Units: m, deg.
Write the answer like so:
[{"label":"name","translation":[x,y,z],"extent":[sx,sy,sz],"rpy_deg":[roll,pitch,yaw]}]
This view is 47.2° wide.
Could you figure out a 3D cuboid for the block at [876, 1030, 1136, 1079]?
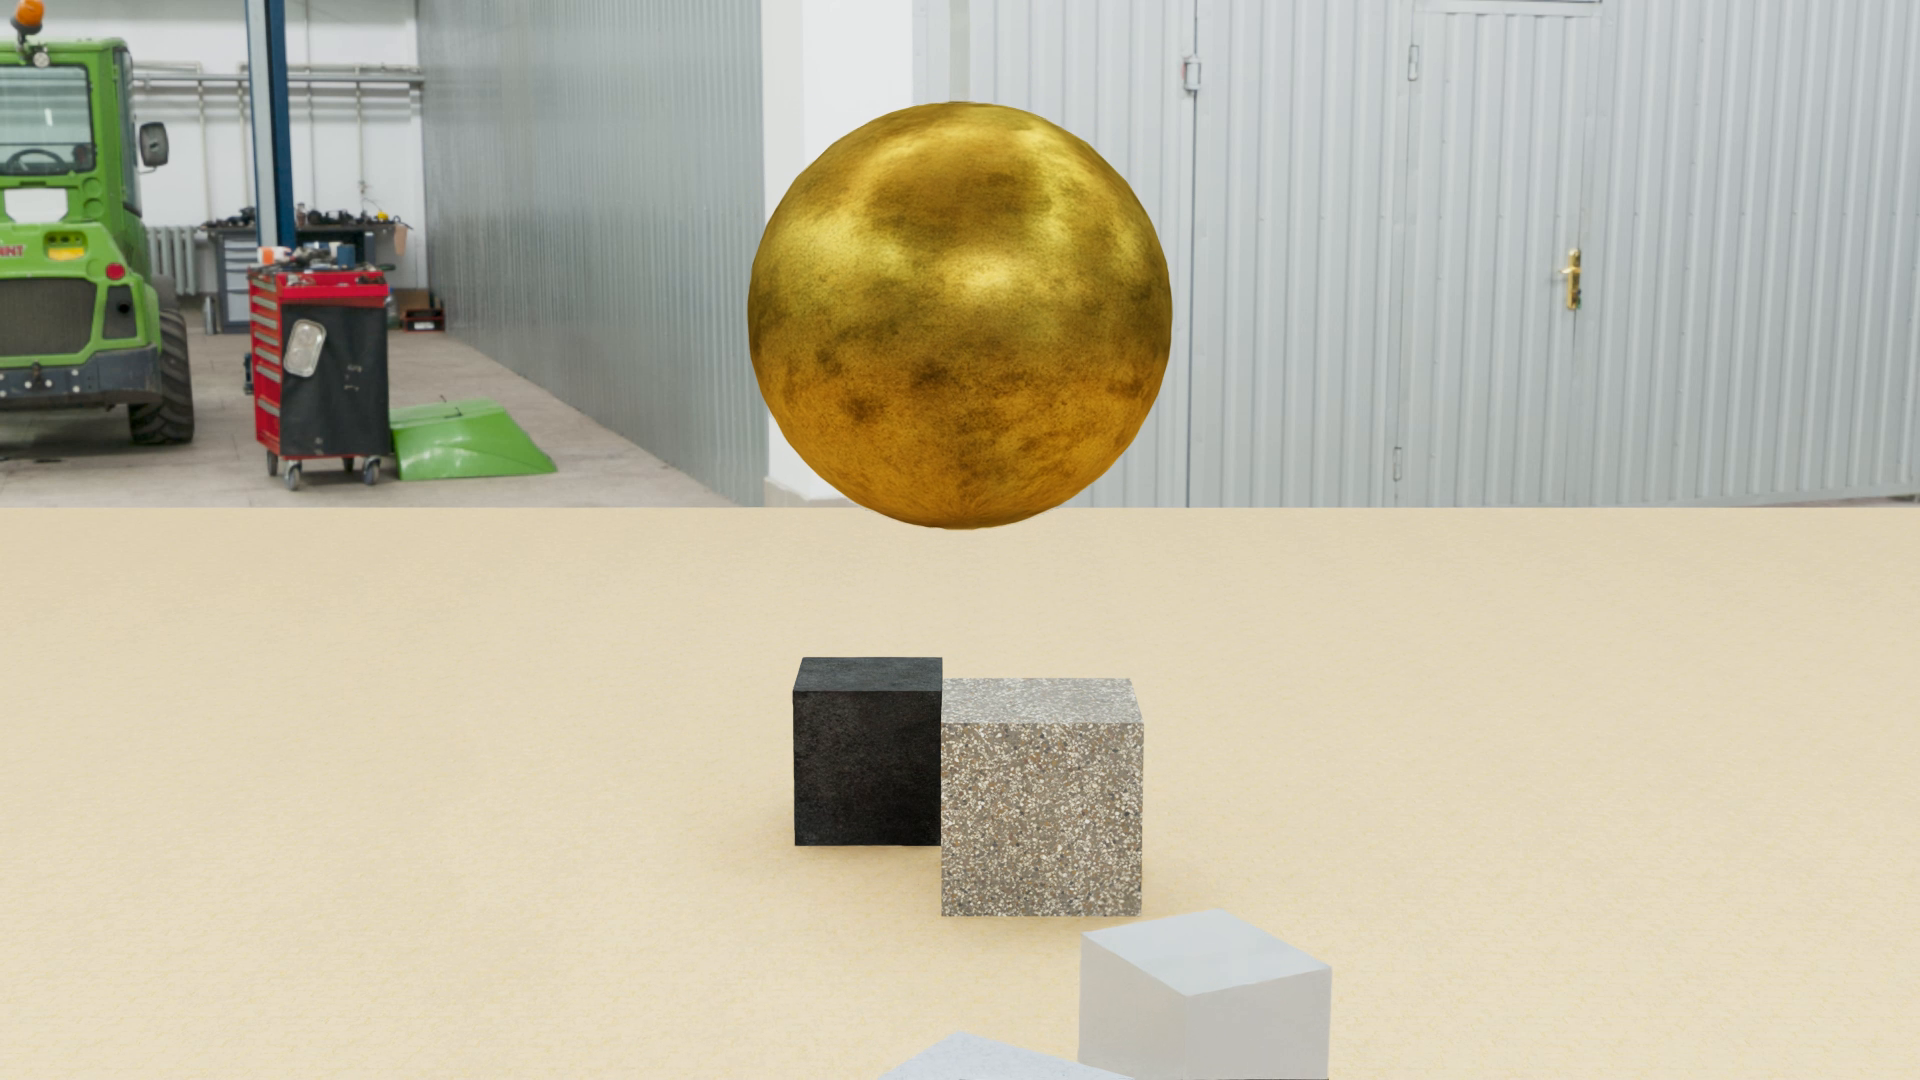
[{"label":"block","translation":[0.127,1.989,6.633],"extent":[0.707,0.711,0.568],"rpy_deg":[7,13,34]}]

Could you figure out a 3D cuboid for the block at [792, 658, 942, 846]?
[{"label":"block","translation":[-0.463,1.081,11.370],"extent":[0.742,0.805,0.726],"rpy_deg":[0,10,0]}]

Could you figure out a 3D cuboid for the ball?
[{"label":"ball","translation":[0.000,-0.838,8.272],"extent":[1.600,1.600,1.600],"rpy_deg":[0,10,0]}]

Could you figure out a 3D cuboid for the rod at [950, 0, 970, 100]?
[{"label":"rod","translation":[0.000,-4.096,9.241],"extent":[0.080,5.200,0.080],"rpy_deg":[0,-17,0]}]

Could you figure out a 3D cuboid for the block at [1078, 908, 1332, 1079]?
[{"label":"block","translation":[0.867,1.784,7.902],"extent":[0.612,0.654,0.682],"rpy_deg":[-5,11,-28]}]

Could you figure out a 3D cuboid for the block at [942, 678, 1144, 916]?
[{"label":"block","translation":[0.373,1.200,10.409],"extent":[0.915,0.915,0.844],"rpy_deg":[0,10,0]}]
